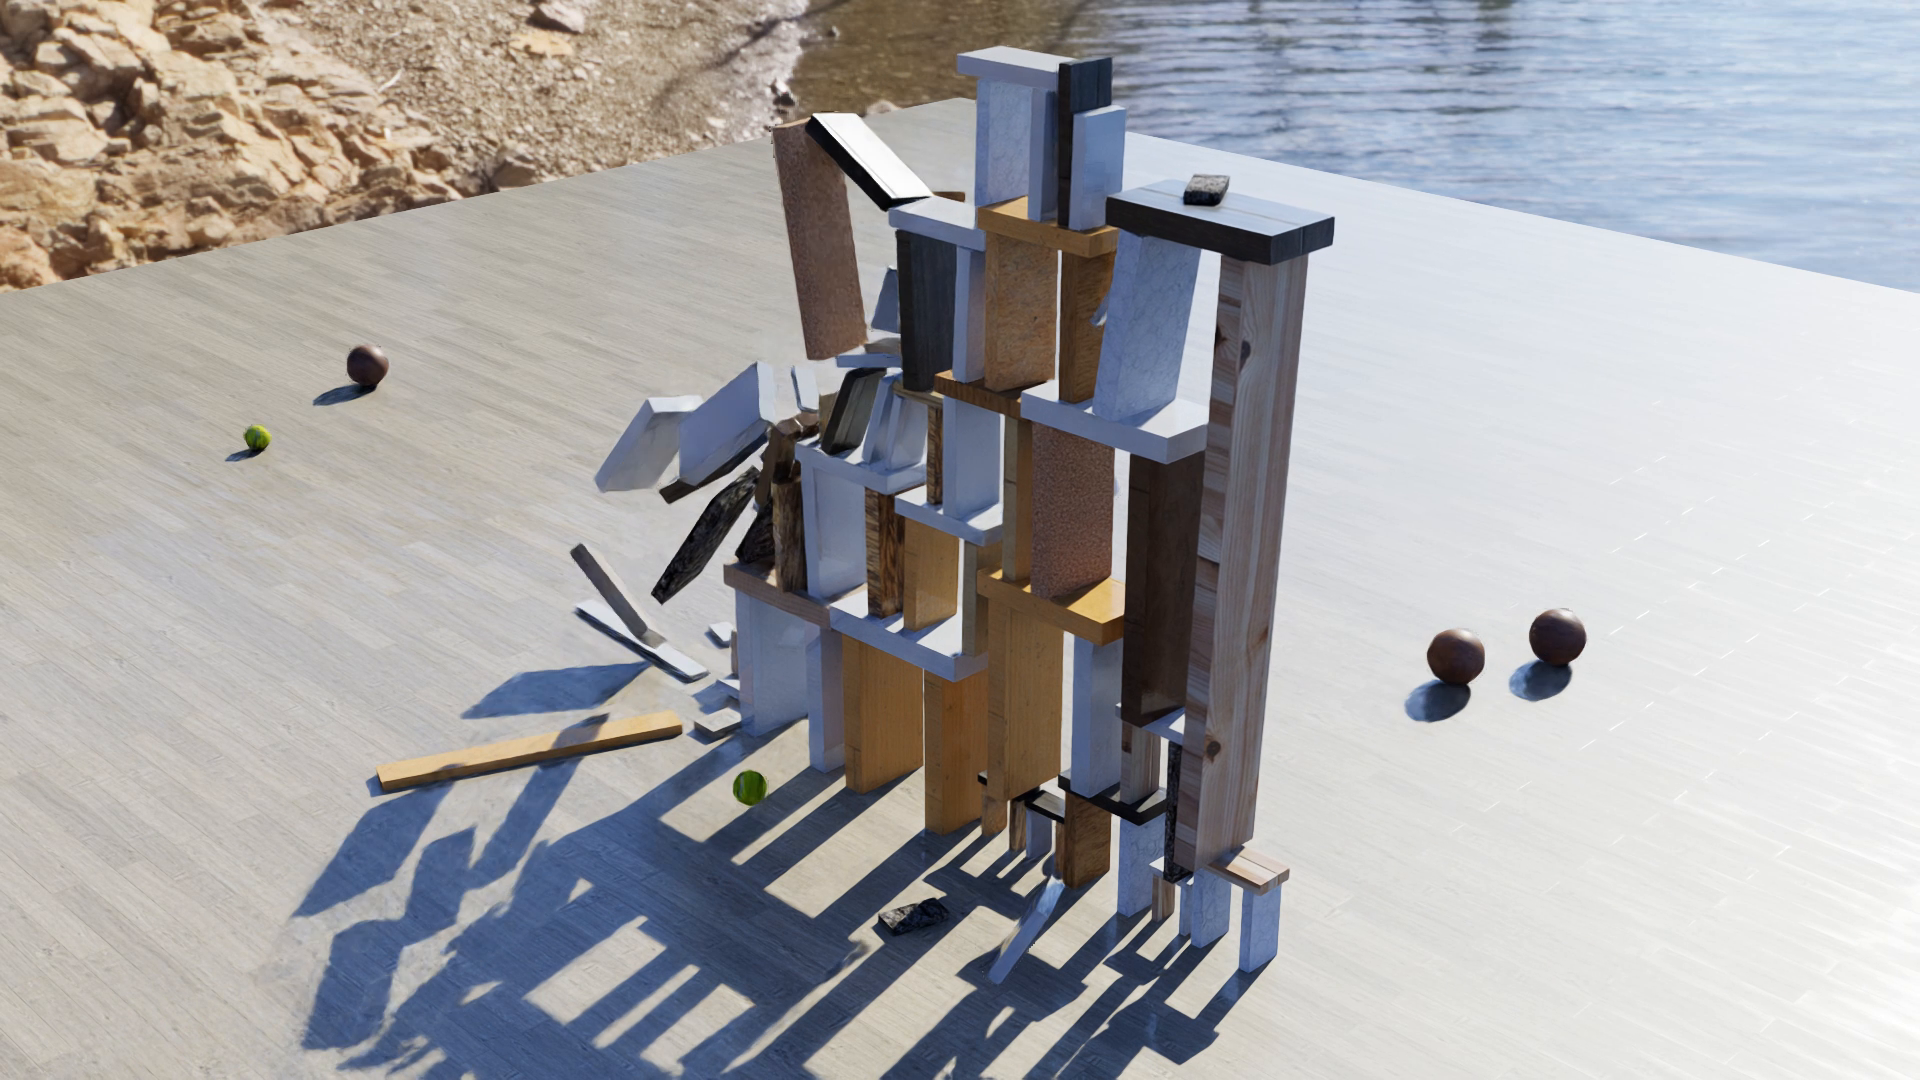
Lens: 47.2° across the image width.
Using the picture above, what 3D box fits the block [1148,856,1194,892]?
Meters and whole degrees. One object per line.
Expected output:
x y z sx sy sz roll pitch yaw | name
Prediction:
0.401 0.612 4.046 0.049 0.014 0.099 -21 31 -40 | block

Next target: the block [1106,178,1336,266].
0.417 -0.516 3.549 0.335 0.047 0.167 21 31 39 | block

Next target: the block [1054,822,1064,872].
0.208 0.583 4.250 0.054 0.107 0.015 -21 30 -40 | block

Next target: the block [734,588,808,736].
-0.400 0.241 4.760 0.048 0.338 0.169 21 31 41 | block

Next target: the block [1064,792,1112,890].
0.244 0.555 4.192 0.102 0.203 0.029 -21 31 -40 | block

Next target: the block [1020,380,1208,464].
0.285 -0.217 3.828 0.335 0.047 0.167 21 31 41 | block

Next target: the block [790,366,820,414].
-0.309 -0.301 4.413 0.049 0.014 0.097 10 55 -38 | block

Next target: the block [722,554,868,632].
-0.322 0.094 4.611 0.338 0.048 0.169 21 31 40 | block

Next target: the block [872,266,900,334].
-0.122 -0.453 4.161 0.061 0.122 0.017 12 23 -14 | block

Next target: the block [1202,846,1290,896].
0.498 0.581 3.935 0.083 0.024 0.166 -21 31 -40 | block

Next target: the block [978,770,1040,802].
0.096 0.477 4.319 0.058 0.016 0.115 -21 31 -40 | block

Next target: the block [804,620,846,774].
-0.241 0.303 4.614 0.048 0.338 0.169 21 31 41 | block

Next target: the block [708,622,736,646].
-0.555 0.223 5.218 0.050 0.014 0.099 -11 25 -24 | block

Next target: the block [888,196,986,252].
0.000 -0.577 4.004 0.249 0.035 0.125 22 31 40 | block

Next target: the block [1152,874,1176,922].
0.379 0.656 4.088 0.049 0.099 0.014 -21 31 -40 | block

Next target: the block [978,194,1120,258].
0.171 -0.546 3.811 0.133 0.038 0.266 -21 31 -40 | block

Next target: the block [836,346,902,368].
-0.139 -0.354 4.247 0.185 0.026 0.093 3 17 38 | block

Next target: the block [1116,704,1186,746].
0.370 0.321 3.951 0.084 0.024 0.167 -21 31 -41 | block

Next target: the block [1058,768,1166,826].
0.291 0.467 4.103 0.102 0.029 0.203 -21 31 -40 | block

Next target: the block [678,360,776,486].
-0.482 -0.239 4.525 0.040 0.281 0.140 20 51 -37 | block

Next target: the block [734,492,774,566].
-0.377 -0.043 4.605 0.118 0.236 0.033 -21 67 -40 | block

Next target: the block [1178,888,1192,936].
0.426 0.674 4.045 0.050 0.099 0.014 -21 31 -39 | block

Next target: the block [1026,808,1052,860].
0.154 0.565 4.291 0.054 0.107 0.015 -17 28 -34 | block

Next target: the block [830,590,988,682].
-0.074 0.177 4.374 0.354 0.050 0.177 21 31 40 | block

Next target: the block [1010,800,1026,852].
0.123 0.549 4.319 0.016 0.115 0.058 21 31 40 | block

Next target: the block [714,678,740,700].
-0.474 0.343 4.893 0.141 0.020 0.071 22 8 41 | block

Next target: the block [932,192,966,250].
-0.052 -0.555 4.294 0.122 0.244 0.035 -4 9 -25 | block

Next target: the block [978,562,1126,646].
0.200 0.102 4.052 0.159 0.045 0.319 -20 30 -39 | block

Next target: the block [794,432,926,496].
-0.188 -0.161 4.359 0.271 0.038 0.135 22 31 40 | block

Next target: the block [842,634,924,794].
-0.157 0.330 4.530 0.177 0.354 0.050 -21 31 -41 | block

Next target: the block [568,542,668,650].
-0.790 0.130 5.087 0.269 0.038 0.135 49 0 17 | block

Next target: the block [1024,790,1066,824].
0.182 0.517 4.249 0.107 0.015 0.054 21 31 40 | block

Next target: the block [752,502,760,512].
-0.399 -0.123 4.720 0.021 0.074 0.148 35 32 -9 | block

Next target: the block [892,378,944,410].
-0.045 -0.279 4.152 0.080 0.023 0.159 -21 30 -40 | block

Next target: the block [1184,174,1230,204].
0.406 -0.577 3.610 0.059 0.017 0.119 6 24 12 | block

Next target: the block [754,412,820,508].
-0.346 -0.168 4.504 0.118 0.236 0.033 -28 65 -33 | block

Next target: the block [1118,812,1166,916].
0.341 0.592 4.105 0.102 0.203 0.029 -21 31 -40 | block

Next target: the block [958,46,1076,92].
0.116 -0.808 3.764 0.223 0.032 0.112 20 30 38 | block

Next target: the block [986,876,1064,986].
0.115 0.691 3.886 0.028 0.195 0.098 33 34 2 | block

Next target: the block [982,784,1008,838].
0.069 0.528 4.369 0.058 0.115 0.016 -21 31 -40 | block

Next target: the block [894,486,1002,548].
0.001 -0.052 4.193 0.238 0.034 0.119 21 31 40 | block

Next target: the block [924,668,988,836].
0.010 0.395 4.377 0.050 0.354 0.177 21 31 41 | block

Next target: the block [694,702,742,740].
-0.503 0.393 4.808 0.141 0.020 0.071 -20 30 -39 | block

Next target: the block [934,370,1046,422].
0.079 -0.273 4.021 0.238 0.034 0.119 21 31 40 | block
